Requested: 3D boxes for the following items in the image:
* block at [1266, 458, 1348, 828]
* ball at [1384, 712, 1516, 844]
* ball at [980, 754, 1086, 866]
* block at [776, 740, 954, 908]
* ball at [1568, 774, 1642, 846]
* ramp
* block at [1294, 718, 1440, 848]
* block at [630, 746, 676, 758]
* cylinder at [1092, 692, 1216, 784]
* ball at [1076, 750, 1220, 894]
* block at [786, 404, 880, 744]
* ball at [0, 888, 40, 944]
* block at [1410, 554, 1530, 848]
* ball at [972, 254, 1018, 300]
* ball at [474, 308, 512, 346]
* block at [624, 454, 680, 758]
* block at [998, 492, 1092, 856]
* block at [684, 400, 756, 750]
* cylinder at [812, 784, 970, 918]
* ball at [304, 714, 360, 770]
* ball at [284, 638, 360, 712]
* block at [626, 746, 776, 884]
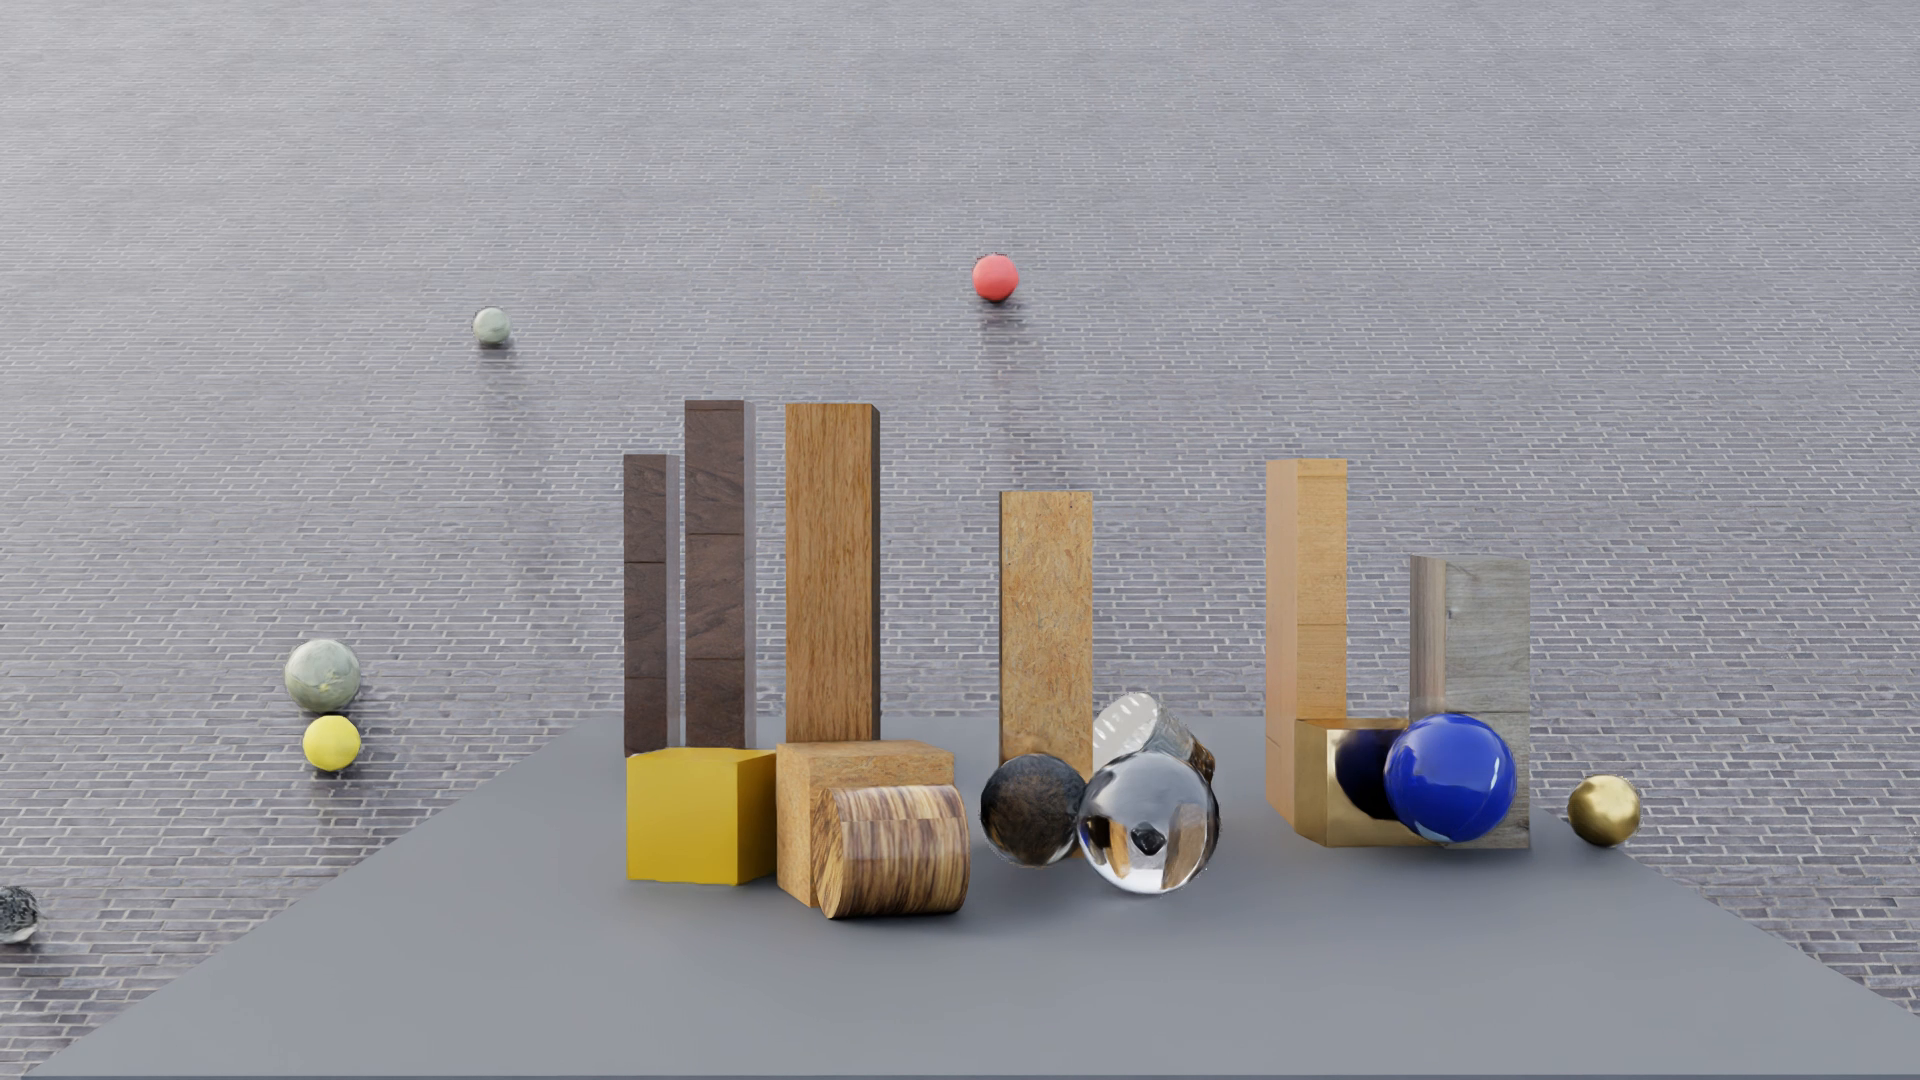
[{"bbox_3d":[0.615,0.174,4.613,0.084,0.635,0.444,0,1,0],"label":"block"},{"bbox_3d":[0.774,0.377,4.081,0.206,0.206,0.206,0,27,0],"label":"ball"},{"bbox_3d":[0.113,0.402,3.842,0.168,0.168,0.168,0,27,0],"label":"ball"},{"bbox_3d":[-0.139,0.406,3.732,0.210,0.210,0.210,0,1,-17],"label":"block"},{"bbox_3d":[1.051,0.441,4.208,0.117,0.117,0.117,0,27,0],"label":"ball"},{"bbox_3d":[0.060,0.543,4.579,2.000,0.100,4.000,0,1,0],"label":"ramp"},{"bbox_3d":[0.677,0.402,4.301,0.192,0.192,0.192,0,1,-8],"label":"block"},{"bbox_3d":[-0.447,0.426,4.289,0.146,0.146,0.146,0,1,23],"label":"block"},{"bbox_3d":[0.327,0.379,4.471,0.164,0.164,0.164,-34,31,24],"label":"cylinder"},{"bbox_3d":[0.271,0.407,3.722,0.207,0.207,0.207,0,27,0],"label":"ball"},{"bbox_3d":[-0.196,0.148,4.062,0.127,0.711,0.447,0,1,0],"label":"block"},{"bbox_3d":[-2.148,0.849,5.839,0.126,0.126,0.126,0,27,0],"label":"ball"},{"bbox_3d":[0.854,0.263,4.345,0.137,0.468,0.328,0,1,0],"label":"block"},{"bbox_3d":[0.129,-0.957,9.411,0.169,0.169,0.169,0,27,0],"label":"ball"},{"bbox_3d":[-1.638,-0.747,9.034,0.131,0.131,0.131,0,27,0],"label":"ball"},{"bbox_3d":[-0.681,0.140,5.720,0.092,0.657,0.271,0,1,0],"label":"block"},{"bbox_3d":[0.138,0.210,4.244,0.143,0.579,0.311,0,1,0],"label":"block"},{"bbox_3d":[-0.491,0.097,5.318,0.119,0.761,0.300,0,1,0],"label":"block"},{"bbox_3d":[-0.096,0.426,3.543,0.177,0.177,0.177,0,26,-17],"label":"cylinder"},{"bbox_3d":[-1.582,0.511,6.501,0.141,0.141,0.141,0,27,0],"label":"ball"},{"bbox_3d":[-1.668,0.355,6.753,0.194,0.194,0.194,0,27,0],"label":"ball"},{"bbox_3d":[-0.385,0.416,3.922,0.181,0.181,0.181,0,1,19],"label":"block"}]
